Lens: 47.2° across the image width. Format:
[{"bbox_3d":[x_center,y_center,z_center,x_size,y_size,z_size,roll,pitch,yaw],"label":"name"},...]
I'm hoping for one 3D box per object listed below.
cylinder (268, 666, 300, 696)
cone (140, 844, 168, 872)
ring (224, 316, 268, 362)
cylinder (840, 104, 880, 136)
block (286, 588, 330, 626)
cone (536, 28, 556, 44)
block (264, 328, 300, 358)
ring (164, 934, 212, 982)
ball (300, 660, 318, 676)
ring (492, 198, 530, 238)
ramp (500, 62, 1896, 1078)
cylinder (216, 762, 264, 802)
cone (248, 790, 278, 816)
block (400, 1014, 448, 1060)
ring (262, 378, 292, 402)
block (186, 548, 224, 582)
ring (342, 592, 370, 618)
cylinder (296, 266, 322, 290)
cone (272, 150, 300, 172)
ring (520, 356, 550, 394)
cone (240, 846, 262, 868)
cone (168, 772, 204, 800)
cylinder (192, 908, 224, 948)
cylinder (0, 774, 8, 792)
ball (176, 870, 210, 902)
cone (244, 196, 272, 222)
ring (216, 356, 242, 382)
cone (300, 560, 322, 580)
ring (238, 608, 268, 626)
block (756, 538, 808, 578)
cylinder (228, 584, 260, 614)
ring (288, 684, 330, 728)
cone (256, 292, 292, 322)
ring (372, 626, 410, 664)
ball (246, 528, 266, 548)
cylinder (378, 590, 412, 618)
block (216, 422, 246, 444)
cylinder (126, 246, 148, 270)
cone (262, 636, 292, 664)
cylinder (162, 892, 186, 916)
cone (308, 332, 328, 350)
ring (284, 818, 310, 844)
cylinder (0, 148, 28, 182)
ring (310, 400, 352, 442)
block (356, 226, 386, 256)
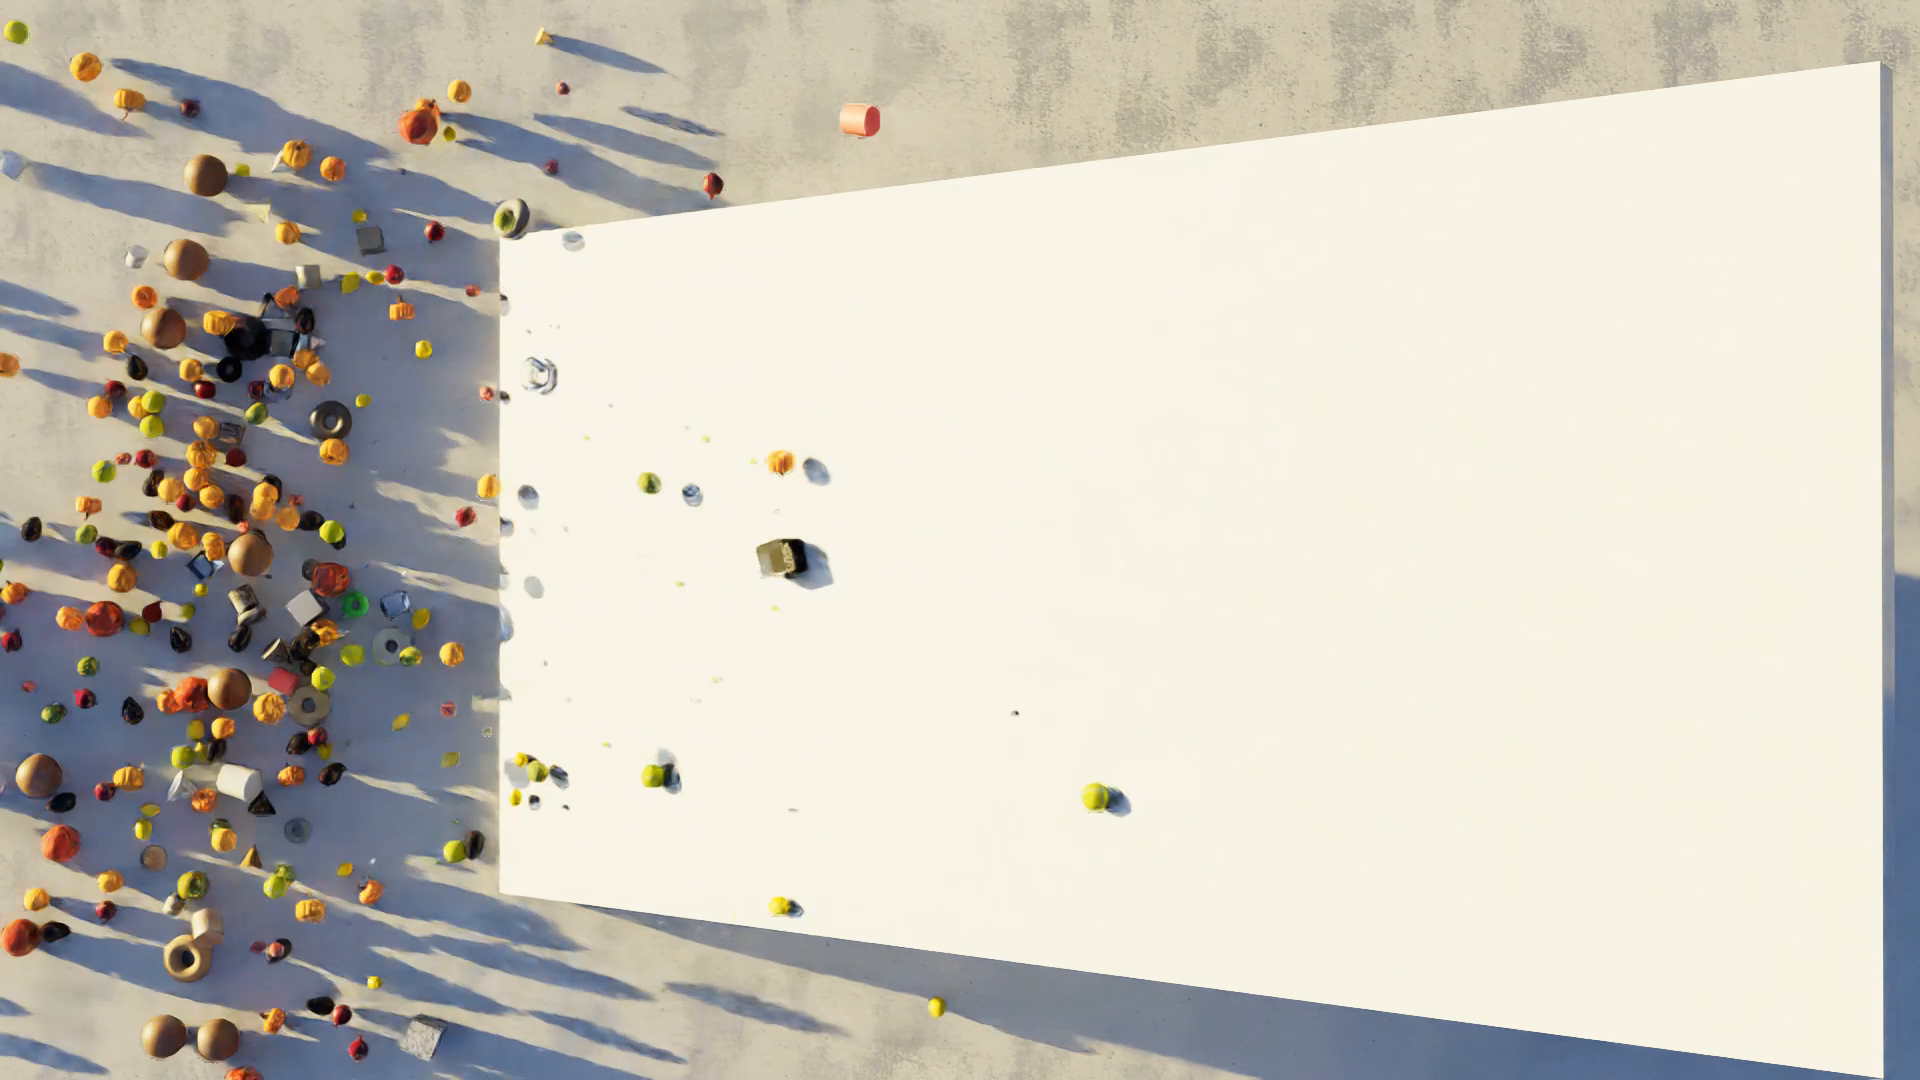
[{"bbox_3d":[-2.075,0.432,6.747,0.069,0.069,0.069,34,90,-12],"label":"cylinder"},{"bbox_3d":[-2.483,0.983,6.735,0.087,0.087,0.087,0,90,0],"label":"cone"},{"bbox_3d":[-2.194,-0.619,6.767,0.139,0.046,0.139,0,89,1],"label":"ring"},{"bbox_3d":[-0.274,-1.150,6.029,0.082,0.082,0.082,13,90,30],"label":"cylinder"},{"bbox_3d":[-1.998,0.207,6.742,0.083,0.083,0.083,-37,90,0],"label":"block"},{"bbox_3d":[-1.273,-1.544,6.784,0.054,0.054,0.054,21,90,-26],"label":"cone"},{"bbox_3d":[-2.079,-0.603,6.750,0.078,0.078,0.078,6,90,0],"label":"block"},{"bbox_3d":[-2.369,1.285,6.751,0.149,0.050,0.149,0,91,4],"label":"ring"},{"bbox_3d":[-2.001,0.394,6.756,0.052,0.052,0.052,0,90,0],"label":"ball"},{"bbox_3d":[-1.364,-0.977,6.680,0.133,0.044,0.133,-14,62,29],"label":"ring"},{"bbox_3d":[0.235,0.066,5.554,4.000,0.100,2.000,0,89,37],"label":"ramp"},{"bbox_3d":[-2.200,0.739,6.720,0.097,0.097,0.097,15,90,16],"label":"cylinder"},{"bbox_3d":[-2.132,0.826,6.757,0.081,0.081,0.081,37,90,-23],"label":"cone"},{"bbox_3d":[-1.639,1.519,6.726,0.096,0.096,0.096,23,90,0],"label":"block"},{"bbox_3d":[-2.098,-0.462,6.756,0.087,0.029,0.087,18,50,-22],"label":"ring"},{"bbox_3d":[-2.316,0.077,6.746,0.064,0.064,0.064,46,103,0],"label":"block"},{"bbox_3d":[-1.861,0.199,6.770,0.083,0.028,0.083,0,91,0],"label":"ring"},{"bbox_3d":[-1.999,-0.806,6.749,0.069,0.069,0.069,-5,94,0],"label":"cylinder"},{"bbox_3d":[-2.069,-1.150,6.776,0.077,0.077,0.077,25,90,-26],"label":"cone"},{"bbox_3d":[-1.274,-0.496,6.591,0.113,0.038,0.113,0,90,35],"label":"ring"},{"bbox_3d":[-2.170,0.969,6.749,0.069,0.069,0.069,5,79,0],"label":"cone"},{"bbox_3d":[-2.369,0.773,6.758,0.095,0.095,0.095,29,90,-26],"label":"cone"},{"bbox_3d":[-2.297,1.185,6.715,0.085,0.085,0.085,-23,51,0],"label":"cylinder"},{"bbox_3d":[-2.959,0.751,6.741,0.055,0.055,0.055,44,123,0],"label":"cylinder"},{"bbox_3d":[-2.347,1.058,6.730,0.094,0.094,0.094,0,90,0],"label":"ball"},{"bbox_3d":[-2.154,-1.020,6.725,0.082,0.082,0.082,11,90,-17],"label":"cone"},{"bbox_3d":[-2.251,-0.525,6.776,0.080,0.027,0.080,0,87,1],"label":"ring"},{"bbox_3d":[-1.999,0.092,6.750,0.068,0.068,0.068,0,90,0],"label":"cone"},{"bbox_3d":[-2.168,0.236,6.735,0.094,0.094,0.031,-24,85,0],"label":"ring"},{"bbox_3d":[-0.483,0.050,5.968,0.090,0.090,0.090,-19,78,35],"label":"block"},{"bbox_3d":[-2.198,0.181,6.748,0.070,0.070,0.070,-31,96,0],"label":"cylinder"},{"bbox_3d":[-1.999,0.508,6.756,0.134,0.045,0.134,0,88,9],"label":"ring"},{"bbox_3d":[-2.101,-0.701,6.769,0.095,0.095,0.095,21,90,-27],"label":"cone"},{"bbox_3d":[-1.748,0.326,6.763,0.117,0.039,0.117,0,90,-1],"label":"ring"},{"bbox_3d":[-2.164,-0.006,6.755,0.060,0.060,0.060,0,90,0],"label":"ball"},{"bbox_3d":[-1.730,0.196,6.732,0.070,0.070,0.070,-24,90,15],"label":"cylinder"},{"bbox_3d":[-2.240,-0.329,6.759,0.058,0.058,0.058,15,90,0],"label":"block"},{"bbox_3d":[-2.527,-0.868,6.748,0.053,0.053,0.053,20,52,-28],"label":"cylinder"},{"bbox_3d":[-2.086,0.357,6.763,0.087,0.087,0.087,-47,116,0],"label":"cone"},{"bbox_3d":[-2.404,1.115,6.731,0.053,0.053,0.053,34,108,0],"label":"cylinder"},{"bbox_3d":[-1.975,-0.610,6.777,0.057,0.057,0.057,2,90,-26],"label":"cone"},{"bbox_3d":[-2.041,0.895,6.766,0.080,0.027,0.080,0,91,-1],"label":"ring"},{"bbox_3d":[-2.914,-1.150,6.749,0.074,0.074,0.074,30,80,0],"label":"cylinder"},{"bbox_3d":[-1.935,-0.365,6.767,0.129,0.043,0.129,0,89,-1],"label":"ring"},{"bbox_3d":[-1.801,-0.915,6.721,0.068,0.068,0.068,-10,84,-7],"label":"block"}]
